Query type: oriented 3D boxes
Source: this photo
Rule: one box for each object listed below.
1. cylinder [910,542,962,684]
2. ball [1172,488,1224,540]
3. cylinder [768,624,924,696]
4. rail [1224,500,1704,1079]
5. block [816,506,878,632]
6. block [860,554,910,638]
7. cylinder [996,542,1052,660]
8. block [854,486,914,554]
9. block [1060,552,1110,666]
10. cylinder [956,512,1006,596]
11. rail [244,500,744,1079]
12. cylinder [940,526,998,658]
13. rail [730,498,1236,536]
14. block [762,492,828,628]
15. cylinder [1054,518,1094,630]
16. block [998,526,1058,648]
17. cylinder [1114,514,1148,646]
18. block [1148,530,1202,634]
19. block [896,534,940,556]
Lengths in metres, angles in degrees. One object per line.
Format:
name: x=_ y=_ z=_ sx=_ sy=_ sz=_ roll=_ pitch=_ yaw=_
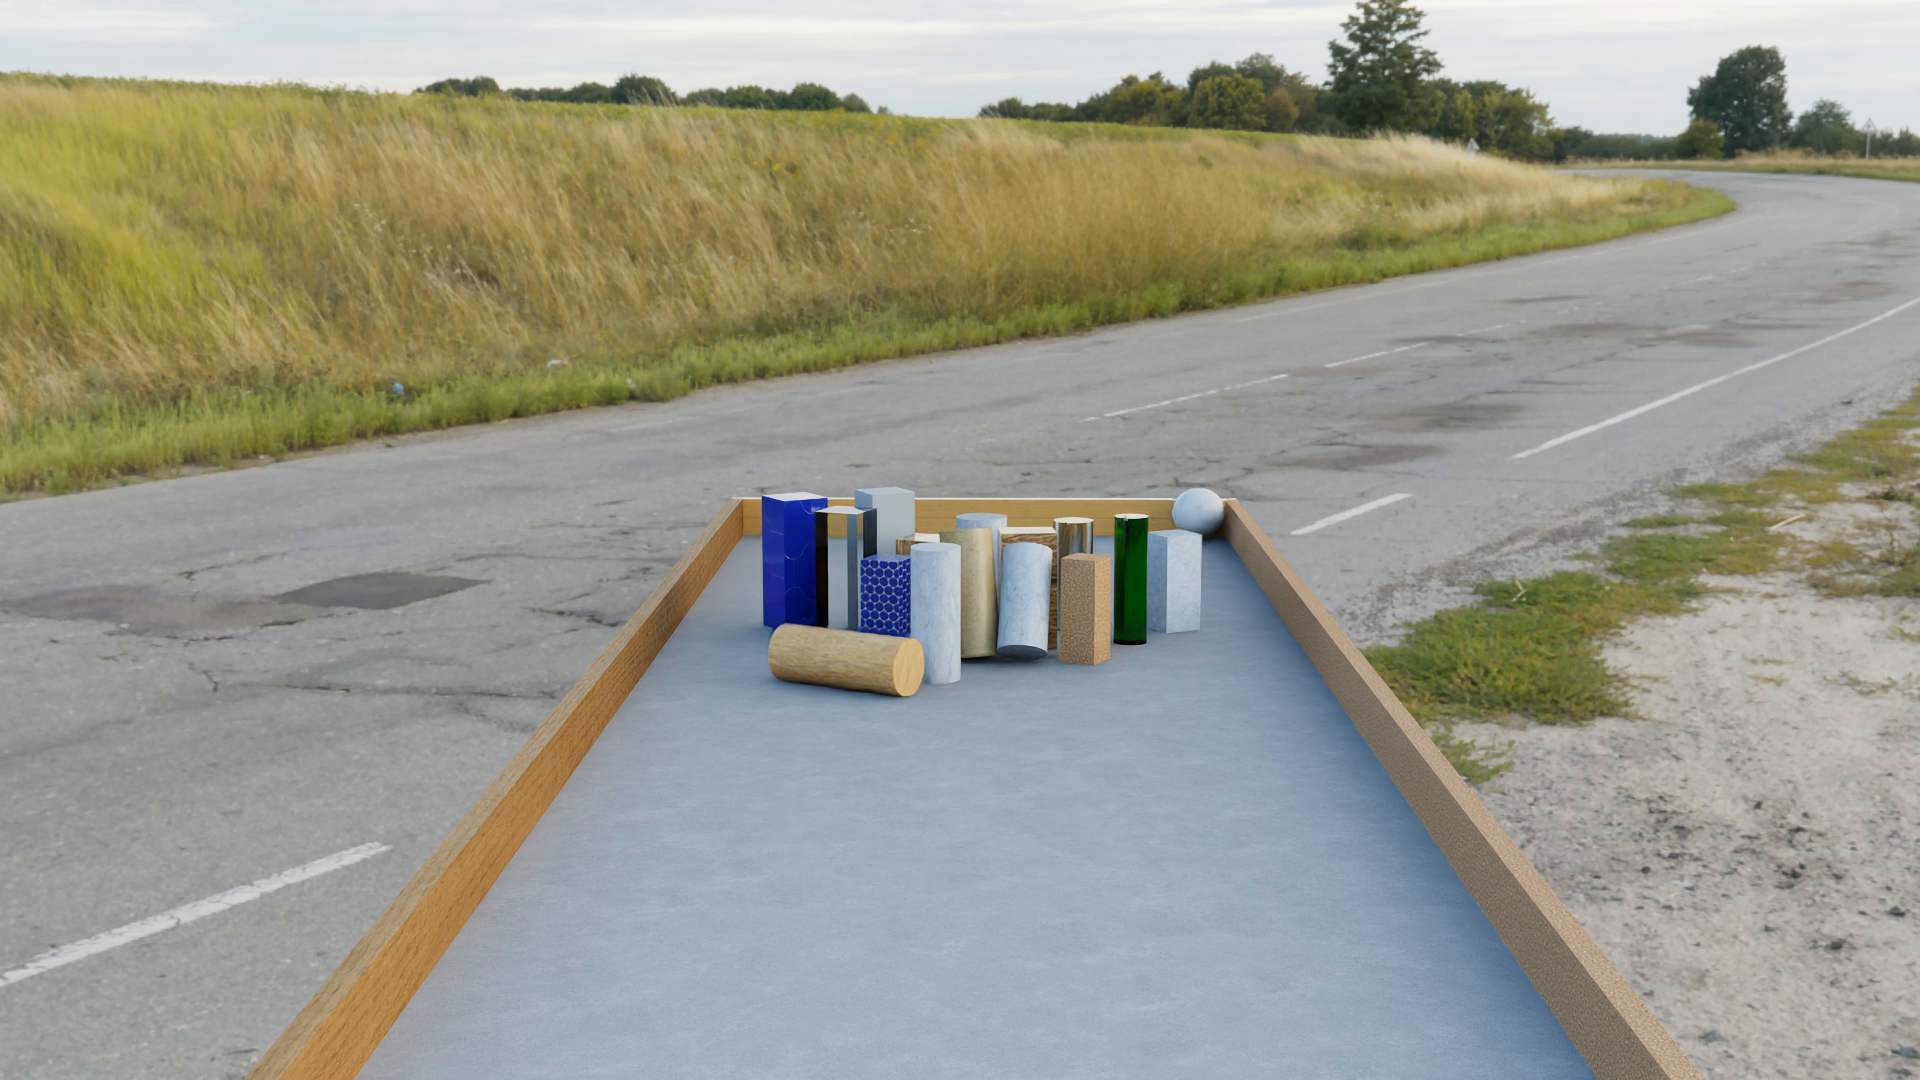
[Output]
cylinder: x=-0.071 y=0.212 z=6.412 sx=0.147 sy=0.391 sz=0.147 roll=0 pitch=10 yaw=0
ball: x=0.977 y=-0.107 z=9.000 sx=0.214 sy=0.214 sz=0.214 roll=0 pitch=9 yaw=0
cylinder: x=-0.328 y=0.342 z=6.319 sx=0.430 sy=0.166 sz=0.166 roll=5 pitch=10 yaw=31
rail: x=1.046 y=0.843 z=3.208 sx=0.050 sy=0.150 sz=12.000 roll=0 pitch=9 yaw=1
block: x=-0.358 y=0.112 z=6.962 sx=0.145 sy=0.419 sz=0.145 roll=4 pitch=10 yaw=23
block: x=-0.217 y=0.208 z=6.702 sx=0.127 sy=0.312 sz=0.127 roll=4 pitch=10 yaw=24
cylinder: x=0.198 y=0.186 z=6.688 sx=0.153 sy=0.325 sz=0.153 roll=3 pitch=-20 yaw=1
block: x=-0.245 y=0.063 z=7.175 sx=0.148 sy=0.450 sz=0.148 roll=-4 pitch=10 yaw=-25
block: x=0.381 y=0.208 z=6.678 sx=0.113 sy=0.318 sz=0.113 roll=5 pitch=10 yaw=28
cylinder: x=0.071 y=0.101 z=7.223 sx=0.168 sy=0.360 sz=0.168 roll=0 pitch=9 yaw=0
rail: x=-1.004 y=0.839 z=3.234 sx=0.050 sy=0.150 sz=12.000 roll=0 pitch=9 yaw=1
cylinder: x=0.031 y=0.159 z=6.708 sx=0.161 sy=0.386 sz=0.161 roll=-5 pitch=1 yaw=0
rail: x=0.099 y=-0.098 z=9.147 sx=2.100 sy=0.150 sz=0.050 roll=0 pitch=9 yaw=1
block: x=-0.539 y=0.071 z=7.189 sx=0.159 sy=0.430 sz=0.159 roll=-5 pitch=11 yaw=-31
cylinder: x=0.368 y=0.112 z=7.167 sx=0.129 sy=0.356 sz=0.129 roll=0 pitch=9 yaw=0
block: x=0.210 y=0.148 z=6.914 sx=0.173 sy=0.359 sz=0.173 roll=-1 pitch=7 yaw=-4
cylinder: x=0.539 y=0.124 z=6.938 sx=0.106 sy=0.404 sz=0.106 roll=0 pitch=9 yaw=0
block: x=0.694 y=0.133 z=7.170 sx=0.131 sy=0.314 sz=0.131 roll=-5 pitch=10 yaw=-27
block: x=-0.106 y=0.157 z=6.959 sx=0.146 sy=0.332 sz=0.146 roll=4 pitch=10 yaw=22
